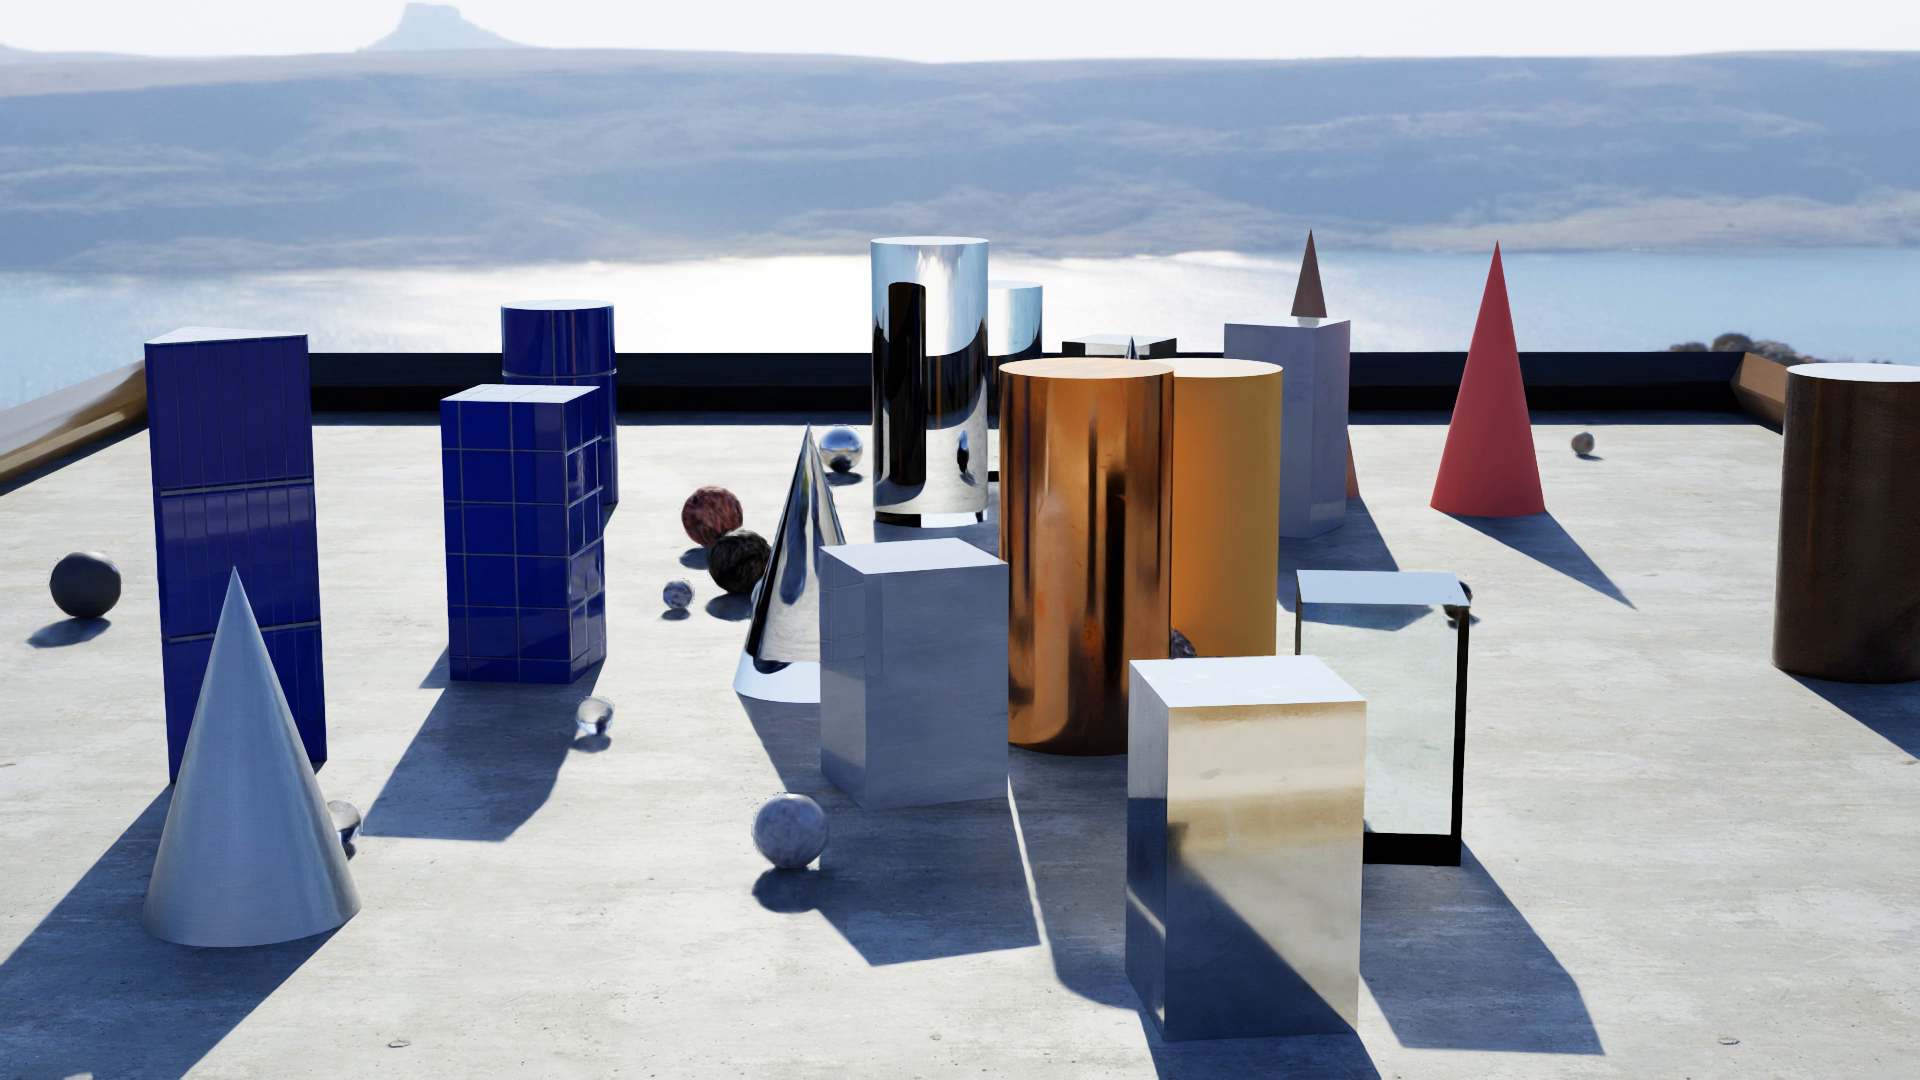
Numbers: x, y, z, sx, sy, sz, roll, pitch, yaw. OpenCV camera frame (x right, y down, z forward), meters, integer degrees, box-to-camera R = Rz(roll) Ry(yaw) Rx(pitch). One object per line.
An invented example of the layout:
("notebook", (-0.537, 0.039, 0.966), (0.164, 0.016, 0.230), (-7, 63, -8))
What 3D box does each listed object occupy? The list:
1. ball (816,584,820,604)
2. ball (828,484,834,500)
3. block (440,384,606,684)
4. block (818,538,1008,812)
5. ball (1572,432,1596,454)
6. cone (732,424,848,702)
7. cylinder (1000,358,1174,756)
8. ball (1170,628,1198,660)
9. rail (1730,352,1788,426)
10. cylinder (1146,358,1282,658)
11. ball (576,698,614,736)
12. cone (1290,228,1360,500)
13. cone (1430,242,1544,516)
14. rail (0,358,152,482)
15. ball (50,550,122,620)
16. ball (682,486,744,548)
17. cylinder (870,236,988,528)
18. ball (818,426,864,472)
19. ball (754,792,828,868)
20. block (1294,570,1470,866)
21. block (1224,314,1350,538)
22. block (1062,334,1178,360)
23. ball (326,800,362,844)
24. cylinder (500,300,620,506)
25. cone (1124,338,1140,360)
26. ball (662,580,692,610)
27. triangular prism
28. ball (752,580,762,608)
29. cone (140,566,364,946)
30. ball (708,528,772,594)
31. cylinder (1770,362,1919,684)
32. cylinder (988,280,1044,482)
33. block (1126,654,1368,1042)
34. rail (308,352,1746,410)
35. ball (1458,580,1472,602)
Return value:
("ball", (-0.145, 0.066, 3.366), (0.086, 0.086, 0.086), (0, 11, 0))
("ball", (-0.237, -0.068, 4.137), (0.067, 0.067, 0.067), (0, 11, 0))
("block", (-0.523, -0.010, 3.091), (0.150, 0.336, 0.150), (2, 11, 8))
("block", (-0.048, 0.132, 2.598), (0.150, 0.238, 0.150), (-4, 11, -20))
("ball", (1.168, -0.182, 4.811), (0.044, 0.044, 0.044), (0, 11, 0))
("cone", (-0.176, 0.016, 3.015), (0.187, 0.313, 0.187), (0, 11, 0))
("cylinder", (0.135, 0.014, 2.779), (0.187, 0.403, 0.187), (0, 11, 0))
("ball", (0.225, 0.144, 2.927), (0.092, 0.092, 0.092), (0, 11, 0))
("rail", (1.647, 0.030, 3.459), (0.045, 0.122, 3.995), (0, 11, 0))
("cylinder", (0.282, -0.017, 3.026), (0.187, 0.374, 0.187), (0, 11, 0))
("ball", (-0.399, 0.193, 2.808), (0.042, 0.042, 0.042), (0, 11, 0))
("cone", (0.589, -0.304, 4.349), (0.187, 0.452, 0.187), (0, 11, 0))
("cone", (0.873, -0.272, 4.206), (0.187, 0.442, 0.187), (0, 11, 0))
("rail", (-1.647, 0.033, 3.440), (0.045, 0.122, 3.995), (0, 11, 0))
("ball", (-1.155, 0.059, 3.391), (0.091, 0.091, 0.091), (0, 11, 0))
("ball", (-0.375, -0.036, 3.890), (0.094, 0.094, 0.094), (0, 11, 0))
("cylinder", (-0.048, -0.256, 4.112), (0.187, 0.446, 0.187), (0, 11, 0))
("ball", (-0.214, -0.163, 4.604), (0.082, 0.082, 0.082), (0, 11, 0))
("ball", (-0.154, 0.266, 2.344), (0.069, 0.069, 0.069), (0, 11, 0))
("block", (0.391, 0.164, 2.409), (0.150, 0.245, 0.150), (1, 11, 5))
("block", (0.512, -0.181, 4.033), (0.150, 0.327, 0.150), (6, 12, 29))
("block", (0.277, -0.224, 4.471), (0.150, 0.251, 0.150), (6, 12, 29))
("ball", (-0.585, 0.266, 2.417), (0.042, 0.042, 0.042), (0, 11, 0))
("cylinder", (-0.666, -0.228, 4.276), (0.187, 0.330, 0.187), (0, 11, 0))
("cone", (0.263, -0.159, 3.946), (0.187, 0.316, 0.187), (0, 11, 0))
("ball", (-0.380, 0.074, 3.450), (0.040, 0.040, 0.040), (0, 11, 0))
("triangular prism", (-0.773, 0.008, 2.679), (0.162, 0.451, 0.141), (-7, 13, -32))
("ball", (-0.240, 0.077, 3.364), (0.066, 0.066, 0.066), (0, 11, 0))
("cone", (-0.615, 0.171, 2.202), (0.187, 0.307, 0.187), (0, 11, 0))
("ball", (-0.303, 0.030, 3.546), (0.091, 0.091, 0.091), (0, 11, 0))
("cylinder", (1.086, -0.024, 3.098), (0.187, 0.361, 0.187), (0, 11, 0))
("cylinder", (0.053, -0.285, 4.562), (0.187, 0.338, 0.187), (0, 11, 0))
("block", (0.218, 0.235, 1.989), (0.150, 0.260, 0.150), (-1, 11, -7))
("rail", (-0.011, -0.331, 5.390), (3.342, 0.122, 0.045), (0, 11, 0))
("ball", (0.663, 0.075, 3.433), (0.044, 0.044, 0.044), (0, 11, 0))
